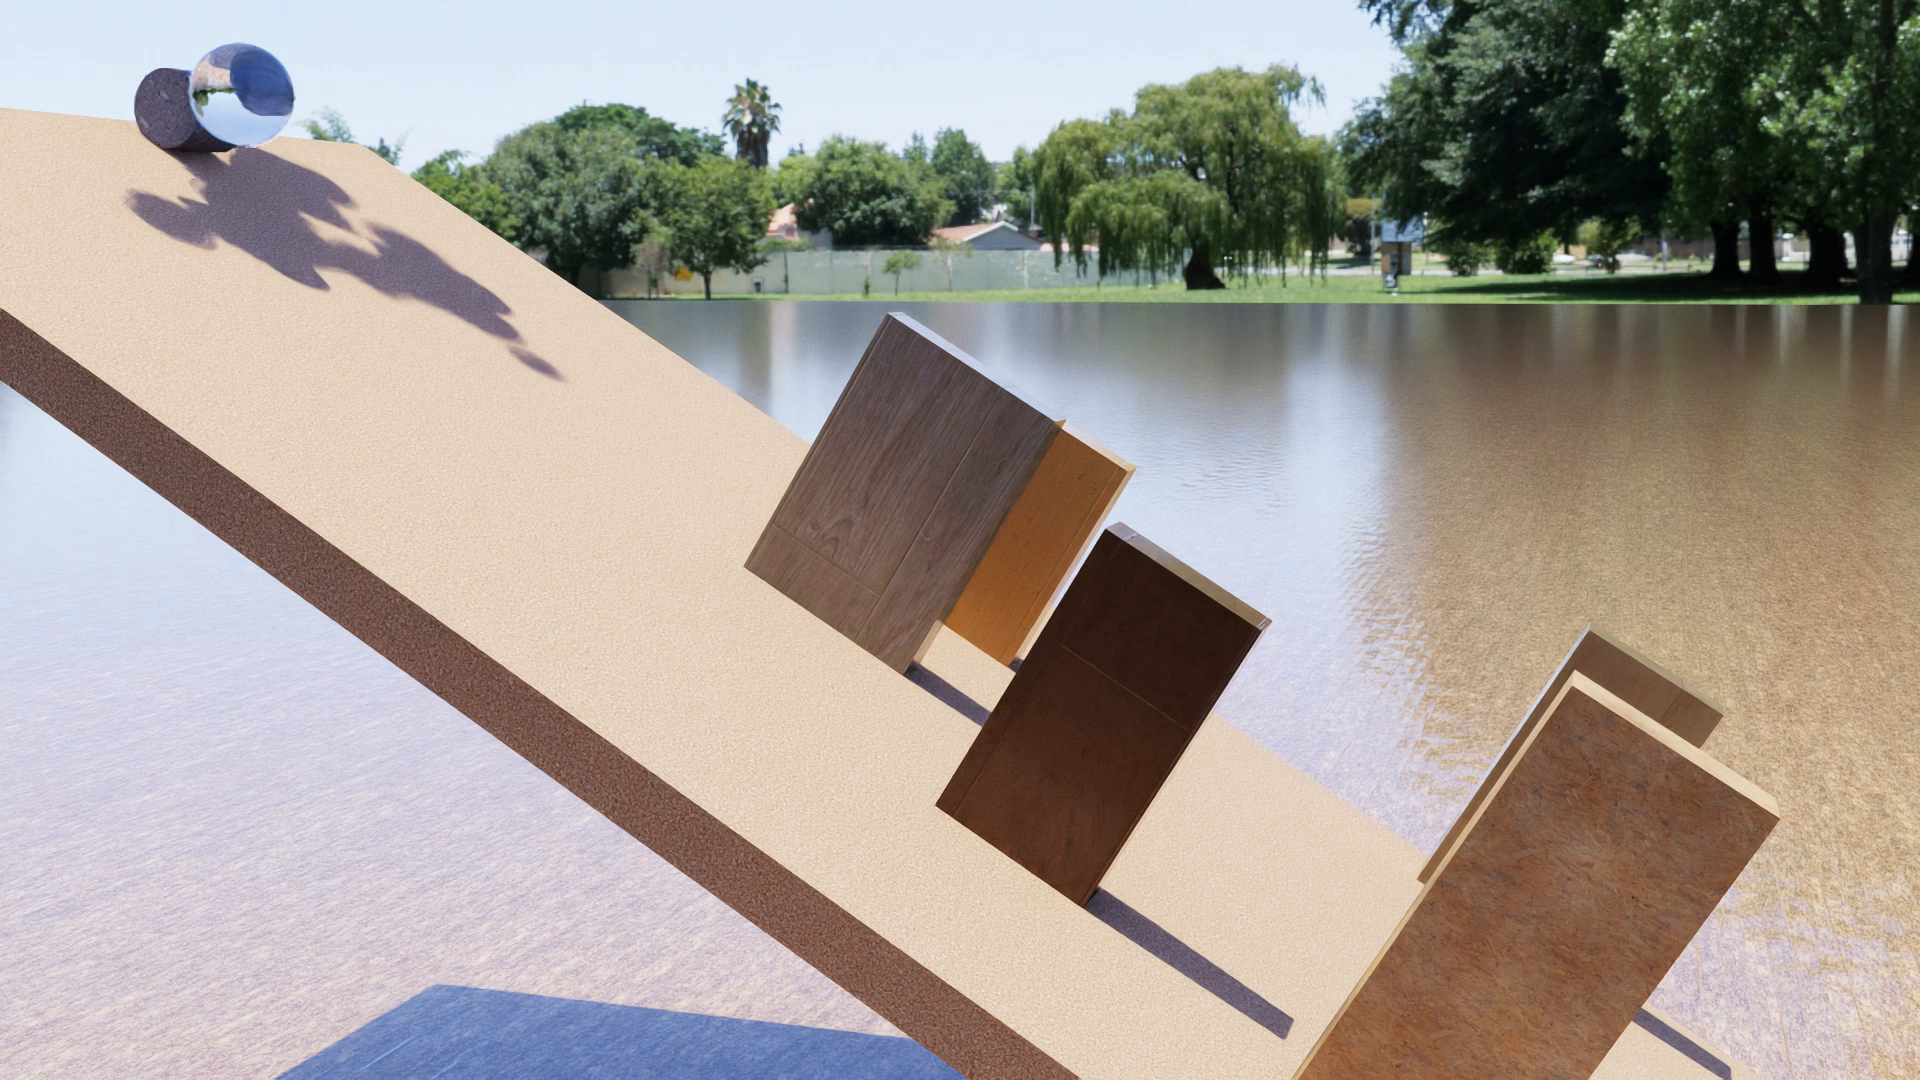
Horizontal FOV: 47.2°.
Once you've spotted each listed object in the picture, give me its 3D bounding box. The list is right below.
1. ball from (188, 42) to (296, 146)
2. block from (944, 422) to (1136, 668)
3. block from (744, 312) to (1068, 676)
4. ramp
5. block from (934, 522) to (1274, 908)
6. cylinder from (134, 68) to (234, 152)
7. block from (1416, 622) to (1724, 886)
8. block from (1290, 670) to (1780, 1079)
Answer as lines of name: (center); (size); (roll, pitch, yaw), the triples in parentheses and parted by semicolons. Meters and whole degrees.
ball: (-1.447, -0.898, 4.433); (0.205, 0.205, 0.205); (0, 7, 0)
block: (0.060, -0.054, 4.473); (0.407, 0.475, 0.083); (34, 15, 11)
block: (-0.107, -0.086, 4.087); (0.371, 0.559, 0.089); (34, 15, 11)
ramp: (-0.162, 0.268, 4.117); (4.000, 0.100, 2.000); (34, 15, 11)
block: (0.229, 0.282, 3.560); (0.294, 0.547, 0.107); (34, 15, 11)
cylinder: (-1.605, -0.897, 4.599); (0.163, 0.163, 0.163); (2, 6, 19)
block: (1.269, 0.529, 4.595); (0.312, 0.643, 0.116); (34, 15, 11)
block: (0.810, 0.606, 3.182); (0.327, 0.776, 0.125); (34, 15, 11)
